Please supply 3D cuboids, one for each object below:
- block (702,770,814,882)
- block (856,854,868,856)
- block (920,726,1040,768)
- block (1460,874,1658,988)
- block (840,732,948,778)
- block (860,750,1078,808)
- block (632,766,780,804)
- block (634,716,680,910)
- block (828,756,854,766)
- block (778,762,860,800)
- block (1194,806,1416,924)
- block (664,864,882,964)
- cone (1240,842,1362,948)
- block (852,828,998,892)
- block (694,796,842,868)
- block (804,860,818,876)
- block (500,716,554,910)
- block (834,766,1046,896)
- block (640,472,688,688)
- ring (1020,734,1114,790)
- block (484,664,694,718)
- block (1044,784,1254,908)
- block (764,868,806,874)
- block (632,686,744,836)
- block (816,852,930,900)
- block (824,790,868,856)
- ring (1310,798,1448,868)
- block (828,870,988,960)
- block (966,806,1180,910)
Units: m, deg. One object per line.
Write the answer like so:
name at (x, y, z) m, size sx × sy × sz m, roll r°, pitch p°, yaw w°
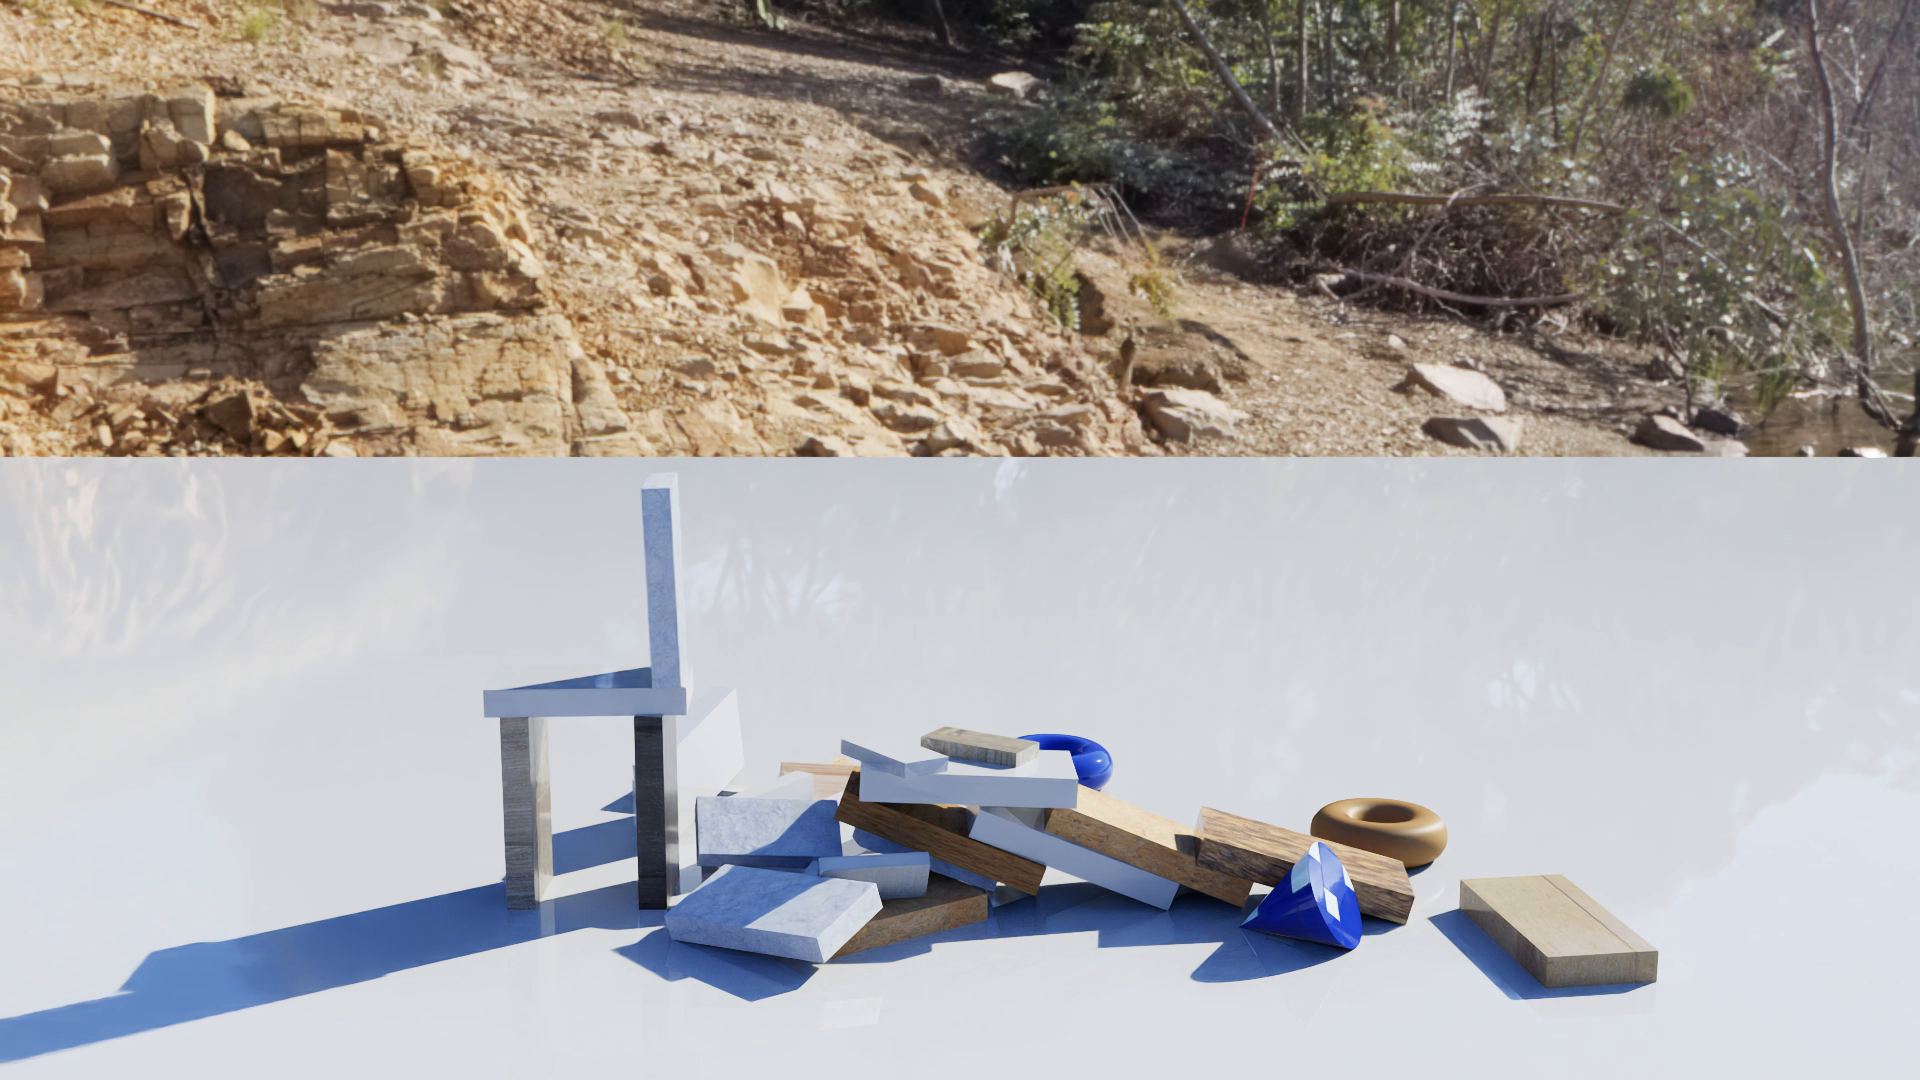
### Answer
block at (-0.349, 0.497, 3.810) m, size 0.037 × 0.131 × 0.263 m, roll 7°, pitch 12°, yaw 33°
block at (-0.128, 0.559, 3.780) m, size 0.142 × 0.020 × 0.071 m, roll -2°, pitch 11°, yaw -13°
block at (0.033, 0.344, 3.657) m, size 0.177 × 0.025 × 0.087 m, roll 7°, pitch 10°, yaw 26°
block at (0.929, 0.607, 3.440) m, size 0.174 × 0.049 × 0.348 m, roll -2°, pitch 11°, yaw -9°
block at (-0.107, 0.350, 3.579) m, size 0.087 × 0.025 × 0.175 m, roll -5°, pitch 12°, yaw -38°
block at (0.011, 0.387, 3.615) m, size 0.350 × 0.050 × 0.175 m, roll 2°, pitch 9°, yaw -2°
block at (-0.406, 0.475, 4.164) m, size 0.395 × 0.046 × 0.162 m, roll 4°, pitch 11°, yaw 20°
block at (-0.501, 0.430, 3.644) m, size 0.046 × 0.324 × 0.162 m, roll 0°, pitch 11°, yaw 0°
block at (-0.186, 0.461, 4.118) m, size 0.142 × 0.020 × 0.071 m, roll 34°, pitch 20°, yaw 13°
block at (-0.193, 0.467, 4.023) m, size 0.263 × 0.037 × 0.131 m, roll 5°, pitch 30°, yaw -15°
block at (0.560, 0.531, 3.610) m, size 0.348 × 0.049 × 0.174 m, roll 15°, pitch 11°, yaw 2°
block at (-0.292, 0.578, 3.420) m, size 0.311 × 0.044 × 0.155 m, roll 1°, pitch 25°, yaw 36°
cone at (0.516, 0.587, 3.475) m, size 0.173 × 0.173 × 0.173 m, roll -25°, pitch -1°, yaw 26°
block at (-0.057, 0.523, 3.658) m, size 0.237 × 0.034 × 0.118 m, roll 20°, pitch -3°, yaw -8°
block at (-0.318, 0.485, 3.649) m, size 0.237 × 0.034 × 0.118 m, roll 3°, pitch 45°, yaw -12°
block at (-0.242, 0.564, 3.574) m, size 0.046 × 0.013 × 0.092 m, roll 16°, pitch 46°, yaw 23°
block at (-0.717, 0.430, 3.643) m, size 0.046 × 0.324 × 0.162 m, roll 0°, pitch 11°, yaw 0°
block at (-0.029, 0.479, 3.642) m, size 0.350 × 0.050 × 0.175 m, roll 21°, pitch 8°, yaw -1°
block at (-0.481, 0.064, 3.585) m, size 0.046 × 0.325 × 0.162 m, roll -2°, pitch 11°, yaw -3°
ring at (0.181, 0.438, 4.277) m, size 0.237 × 0.079 × 0.237 m, roll 1°, pitch 11°, yaw 0°
block at (-0.607, 0.247, 3.617) m, size 0.324 × 0.046 × 0.162 m, roll -1°, pitch 11°, yaw -3°
block at (0.311, 0.500, 3.662) m, size 0.348 × 0.049 × 0.174 m, roll 22°, pitch 9°, yaw -2°
block at (-0.262, 0.558, 3.668) m, size 0.237 × 0.034 × 0.118 m, roll 4°, pitch 2°, yaw 2°
block at (-0.491, 0.411, 4.013) m, size 0.046 × 0.162 × 0.325 m, roll 4°, pitch 23°, yaw 20°
block at (-0.139, 0.535, 3.489) m, size 0.175 × 0.087 × 0.025 m, roll -2°, pitch 46°, yaw -10°
block at (-0.181, 0.492, 3.875) m, size 0.131 × 0.037 × 0.263 m, roll 22°, pitch 27°, yaw 36°
ring at (0.735, 0.514, 3.862) m, size 0.238 × 0.079 × 0.238 m, roll 1°, pitch 9°, yaw 0°
block at (-0.128, 0.596, 3.518) m, size 0.311 × 0.044 × 0.155 m, roll -7°, pitch 13°, yaw -35°
block at (0.184, 0.504, 3.653) m, size 0.350 × 0.050 × 0.175 m, roll 21°, pitch 9°, yaw -5°
